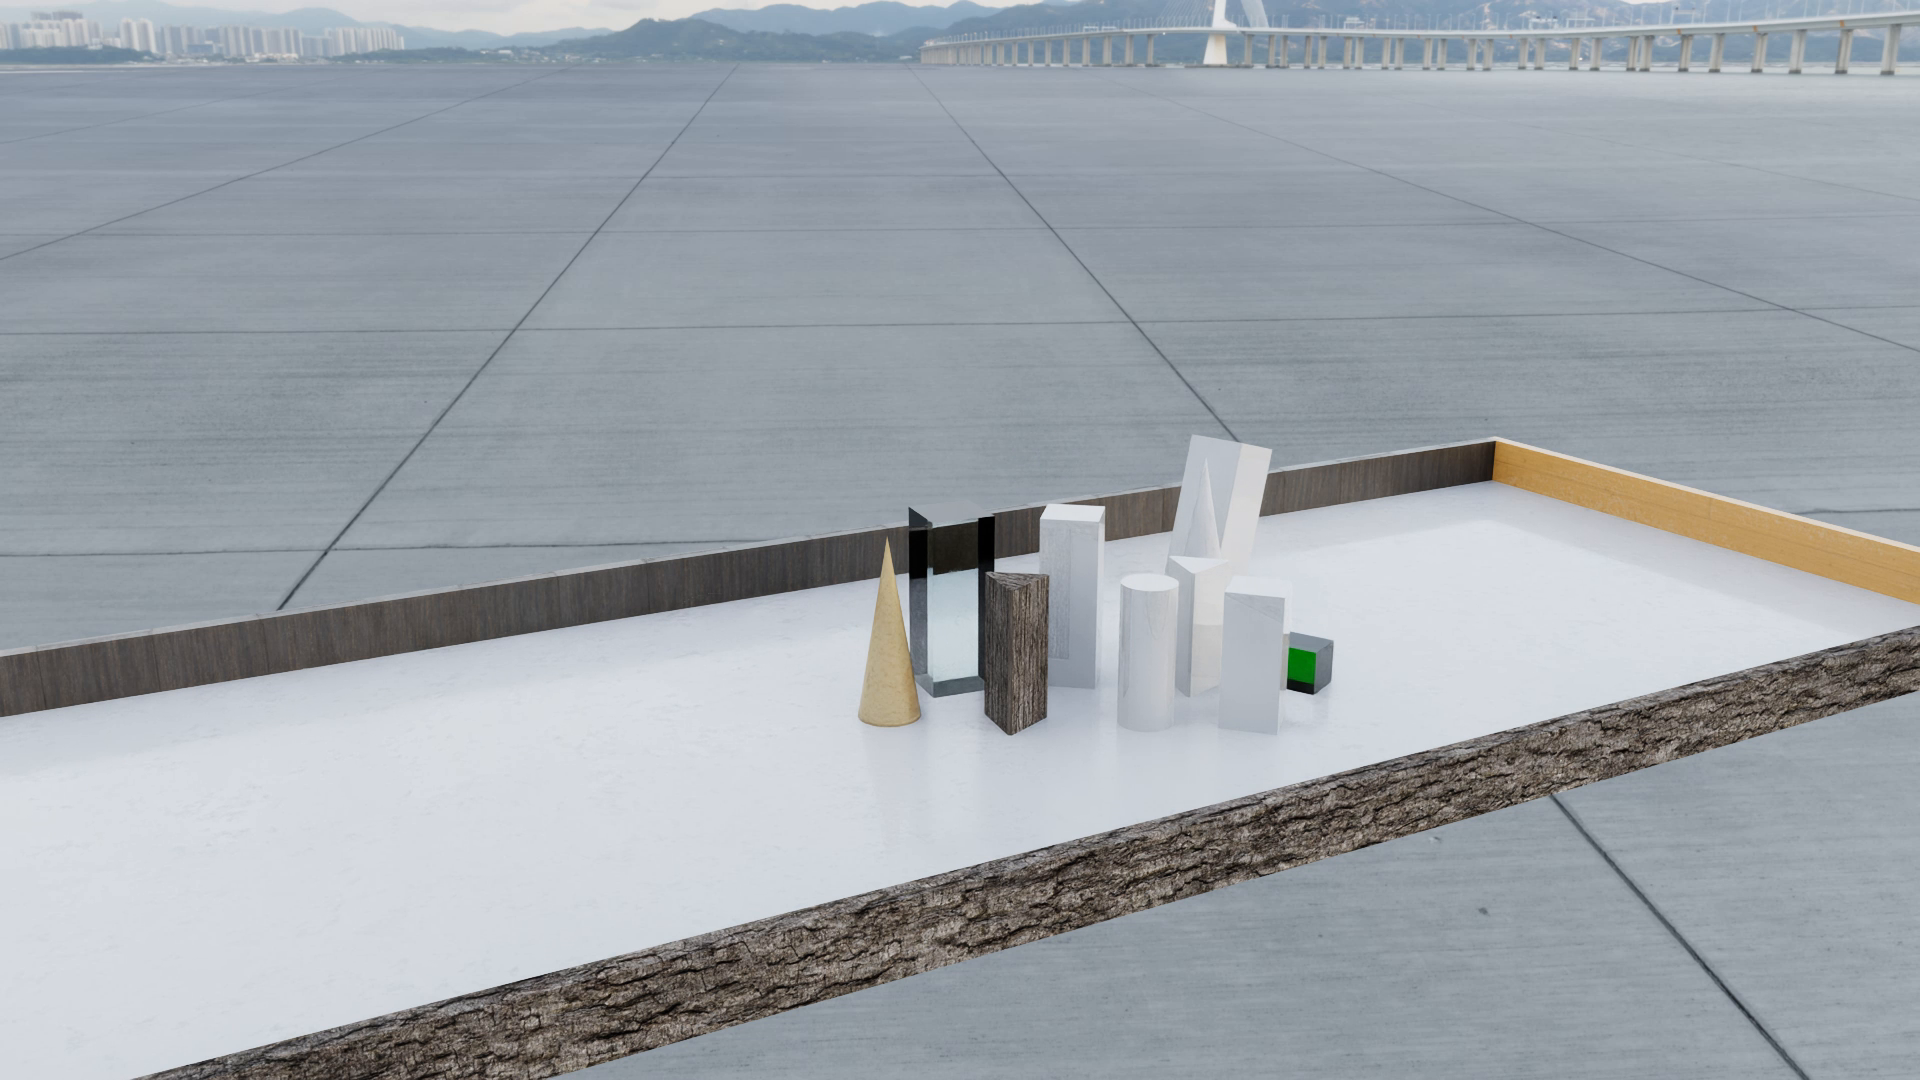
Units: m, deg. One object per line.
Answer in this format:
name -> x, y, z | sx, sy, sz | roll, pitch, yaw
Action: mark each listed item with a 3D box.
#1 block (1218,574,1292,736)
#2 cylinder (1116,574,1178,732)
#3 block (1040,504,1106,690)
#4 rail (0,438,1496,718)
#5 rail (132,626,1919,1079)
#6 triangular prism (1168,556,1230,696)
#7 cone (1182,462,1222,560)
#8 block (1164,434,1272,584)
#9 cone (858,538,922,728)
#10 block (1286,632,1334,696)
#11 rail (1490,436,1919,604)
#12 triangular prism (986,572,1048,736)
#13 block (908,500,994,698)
block -> 0.690, 0.267, 3.852 | 0.137, 0.335, 0.137 | 5, 17, 17
cylinder -> 0.437, 0.263, 3.849 | 0.134, 0.345, 0.134 | 0, 16, 0
block -> 0.278, 0.140, 4.114 | 0.143, 0.432, 0.143 | 3, 17, 11
rail -> -3.305, 0.497, 3.399 | 12.000, 0.150, 0.050 | -9, 18, -27
rail -> -2.336, 1.006, 1.665 | 12.000, 0.150, 0.050 | -9, 18, -27
triangular prism -> 0.566, 0.205, 4.093 | 0.129, 0.318, 0.149 | 15, 22, 42
cone -> 0.677, -0.014, 4.600 | 0.166, 0.451, 0.166 | 0, 16, 0
block -> 0.756, -0.081, 4.833 | 0.172, 0.419, 0.172 | 14, 6, 40
cone -> -0.168, 0.204, 3.872 | 0.152, 0.446, 0.152 | 0, 16, 0
block -> 0.716, 0.280, 4.207 | 0.452, 0.111, 0.111 | 11, 20, 33
rail -> 2.466, -0.048, 5.253 | 0.050, 0.150, 2.100 | -9, 18, -27
triangular prism -> 0.111, 0.256, 3.858 | 0.127, 0.354, 0.147 | 13, 21, 37
block -> -0.021, 0.144, 4.076 | 0.162, 0.446, 0.162 | -7, 18, -21
